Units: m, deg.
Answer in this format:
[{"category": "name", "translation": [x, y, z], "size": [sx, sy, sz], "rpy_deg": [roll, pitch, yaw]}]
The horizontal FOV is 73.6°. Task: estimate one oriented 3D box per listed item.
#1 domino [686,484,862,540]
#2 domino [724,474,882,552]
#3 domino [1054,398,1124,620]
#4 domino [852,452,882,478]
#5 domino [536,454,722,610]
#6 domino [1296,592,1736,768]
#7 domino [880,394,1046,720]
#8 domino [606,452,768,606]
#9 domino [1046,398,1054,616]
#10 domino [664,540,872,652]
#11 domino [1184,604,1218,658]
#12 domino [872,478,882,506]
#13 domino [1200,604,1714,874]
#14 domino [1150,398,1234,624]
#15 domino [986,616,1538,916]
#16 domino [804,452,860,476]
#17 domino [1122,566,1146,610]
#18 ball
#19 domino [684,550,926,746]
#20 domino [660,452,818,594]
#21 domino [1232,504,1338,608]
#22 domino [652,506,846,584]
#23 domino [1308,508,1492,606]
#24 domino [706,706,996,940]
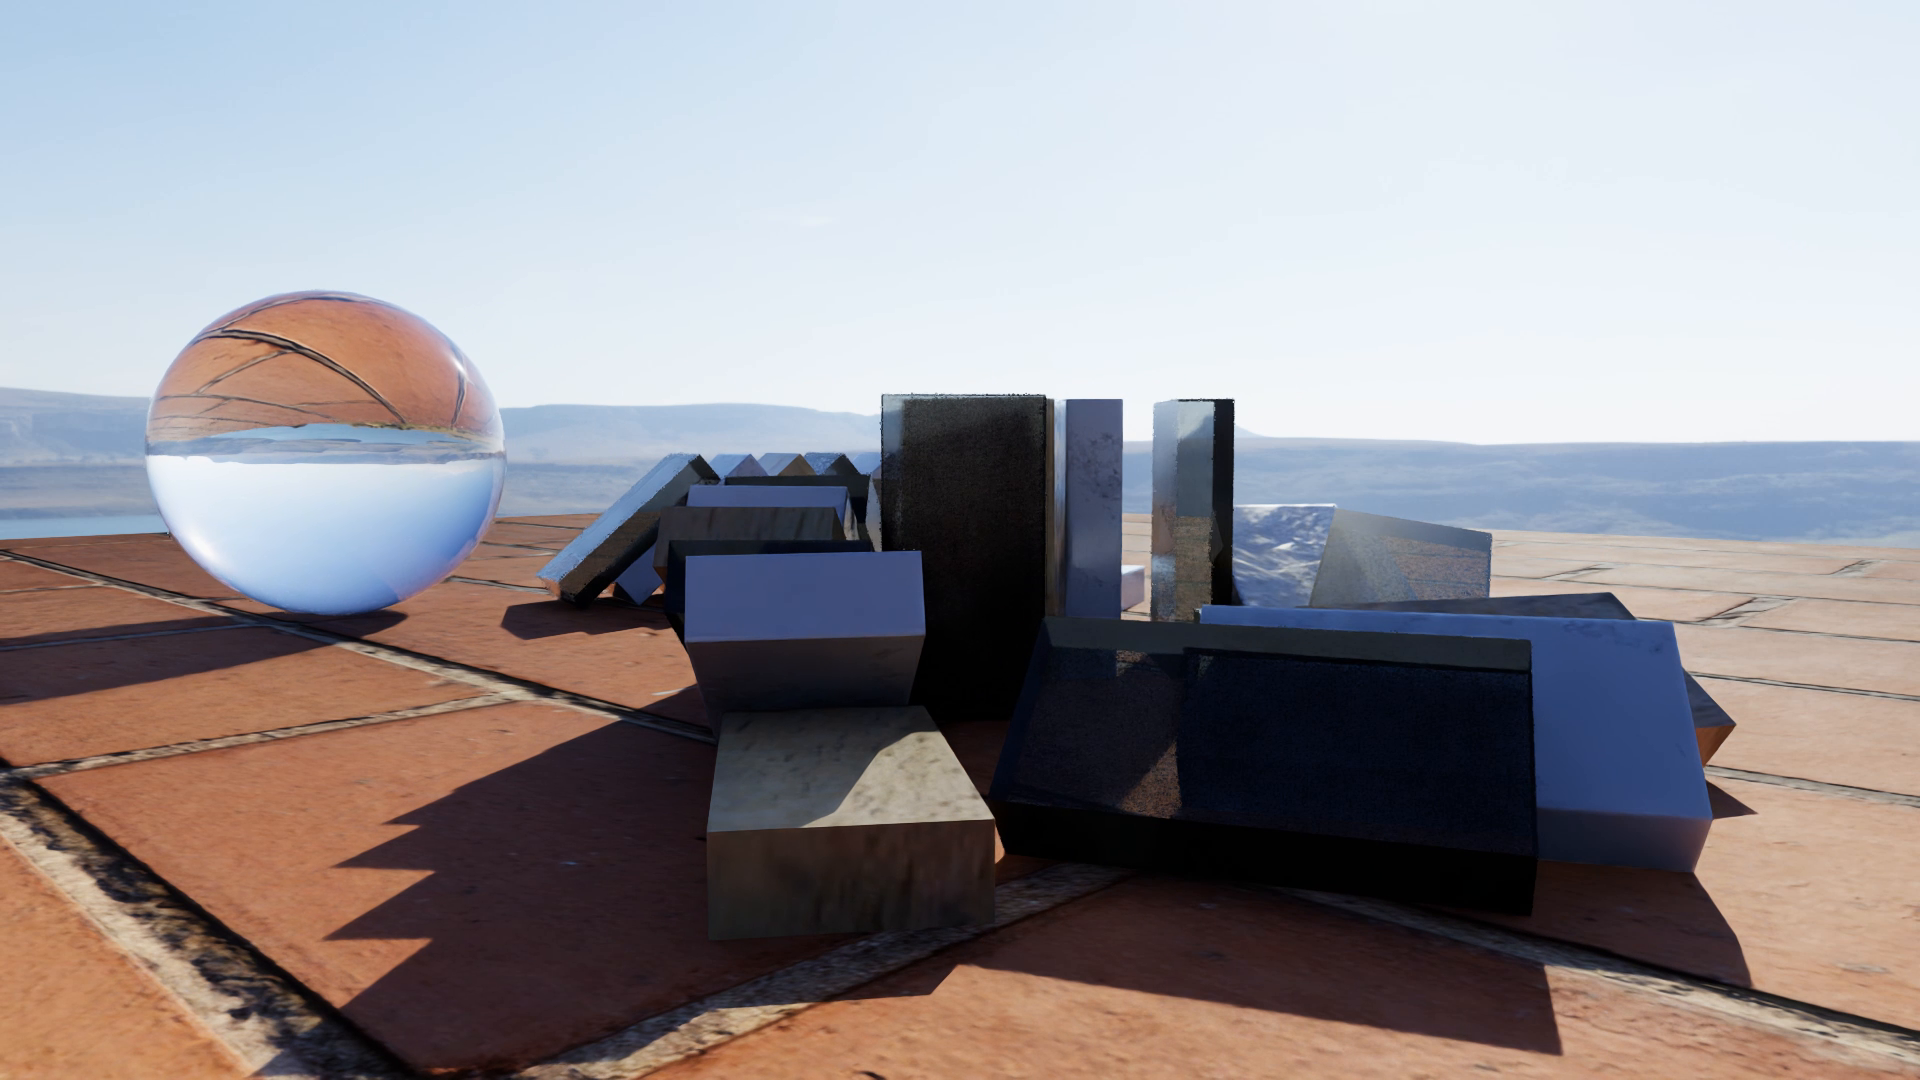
[{"category": "domino", "translation": [-0.029, 0.008, 0.220], "size": [0.025, 0.010, 0.050], "rpy_deg": [1, -30, 5]}, {"category": "domino", "translation": [-0.025, 0.006, 0.235], "size": [0.025, 0.010, 0.050], "rpy_deg": [-1, -30, 8]}, {"category": "domino", "translation": [0.022, 0.000, 0.228], "size": [0.009, 0.050, 0.025], "rpy_deg": [0, 4, -4]}, {"category": "domino", "translation": [-0.039, -0.006, 0.377], "size": [0.050, 0.010, 0.025], "rpy_deg": [-45, 21, -17]}, {"category": "domino", "translation": [-0.090, -0.003, 0.347], "size": [0.050, 0.010, 0.025], "rpy_deg": [-46, 24, -20]}, {"category": "domino", "translation": [0.069, 0.019, 0.163], "size": [0.050, 0.009, 0.025], "rpy_deg": [-1, 39, -18]}, {"category": "domino", "translation": [0.001, 0.002, 0.201], "size": [0.025, 0.050, 0.009], "rpy_deg": [0, 4, 0]}, {"category": "domino", "translation": [-0.077, -0.004, 0.354], "size": [0.050, 0.009, 0.025], "rpy_deg": [-46, 24, -20]}, {"category": "domino", "translation": [0.003, 0.001, 0.221], "size": [0.025, 0.050, 0.010], "rpy_deg": [2, 6, 30]}, {"category": "domino", "translation": [-0.024, 0.014, 0.181], "size": [0.025, 0.009, 0.050], "rpy_deg": [0, -22, -2]}, {"category": "domino", "translation": [0.059, 0.020, 0.242], "size": [0.025, 0.009, 0.050], "rpy_deg": [0, 4, 0]}, {"category": "domino", "translation": [-0.020, 0.005, 0.254], "size": [0.025, 0.009, 0.050], "rpy_deg": [0, -30, 8]}, {"category": "domino", "translation": [0.051, 0.020, 0.140], "size": [0.050, 0.010, 0.025], "rpy_deg": [1, 45, 17]}, {"category": "domino", "translation": [0.041, 0.000, 0.228], "size": [0.010, 0.050, 0.025], "rpy_deg": [0, 4, -1]}, {"category": "domino", "translation": [0.030, 0.021, 0.130], "size": [0.050, 0.010, 0.025], "rpy_deg": [2, 44, 21]}, {"category": "domino", "translation": [-0.053, -0.005, 0.371], "size": [0.050, 0.009, 0.025], "rpy_deg": [-46, 24, -20]}, {"category": "domino", "translation": [0.022, 0.012, 0.346], "size": [0.050, 0.010, 0.025], "rpy_deg": [2, 5, 23]}, {"category": "ball", "translation": [-0.154, -0.021, 0.317], "size": [0.080, 0.080, 0.080], "rpy_deg": [0, 4, 0]}, {"category": "domino", "translation": [-0.019, 0.015, 0.158], "size": [0.025, 0.009, 0.050], "rpy_deg": [-1, -22, -7]}, {"category": "domino", "translation": [-0.065, -0.004, 0.362], "size": [0.050, 0.010, 0.025], "rpy_deg": [-46, 24, -20]}, {"category": "domino", "translation": [0.058, 0.009, 0.220], "size": [0.025, 0.010, 0.050], "rpy_deg": [0, 29, -1]}, {"category": "domino", "translation": [-0.028, 0.011, 0.203], "size": [0.025, 0.009, 0.050], "rpy_deg": [0, -26, 6]}, {"category": "domino", "translation": [0.066, 0.012, 0.196], "size": [0.025, 0.010, 0.050], "rpy_deg": [11, 30, 18]}, {"category": "domino", "translation": [-0.013, 0.028, 0.136], "size": [0.025, 0.010, 0.050], "rpy_deg": [-1, 4, -9]}]
